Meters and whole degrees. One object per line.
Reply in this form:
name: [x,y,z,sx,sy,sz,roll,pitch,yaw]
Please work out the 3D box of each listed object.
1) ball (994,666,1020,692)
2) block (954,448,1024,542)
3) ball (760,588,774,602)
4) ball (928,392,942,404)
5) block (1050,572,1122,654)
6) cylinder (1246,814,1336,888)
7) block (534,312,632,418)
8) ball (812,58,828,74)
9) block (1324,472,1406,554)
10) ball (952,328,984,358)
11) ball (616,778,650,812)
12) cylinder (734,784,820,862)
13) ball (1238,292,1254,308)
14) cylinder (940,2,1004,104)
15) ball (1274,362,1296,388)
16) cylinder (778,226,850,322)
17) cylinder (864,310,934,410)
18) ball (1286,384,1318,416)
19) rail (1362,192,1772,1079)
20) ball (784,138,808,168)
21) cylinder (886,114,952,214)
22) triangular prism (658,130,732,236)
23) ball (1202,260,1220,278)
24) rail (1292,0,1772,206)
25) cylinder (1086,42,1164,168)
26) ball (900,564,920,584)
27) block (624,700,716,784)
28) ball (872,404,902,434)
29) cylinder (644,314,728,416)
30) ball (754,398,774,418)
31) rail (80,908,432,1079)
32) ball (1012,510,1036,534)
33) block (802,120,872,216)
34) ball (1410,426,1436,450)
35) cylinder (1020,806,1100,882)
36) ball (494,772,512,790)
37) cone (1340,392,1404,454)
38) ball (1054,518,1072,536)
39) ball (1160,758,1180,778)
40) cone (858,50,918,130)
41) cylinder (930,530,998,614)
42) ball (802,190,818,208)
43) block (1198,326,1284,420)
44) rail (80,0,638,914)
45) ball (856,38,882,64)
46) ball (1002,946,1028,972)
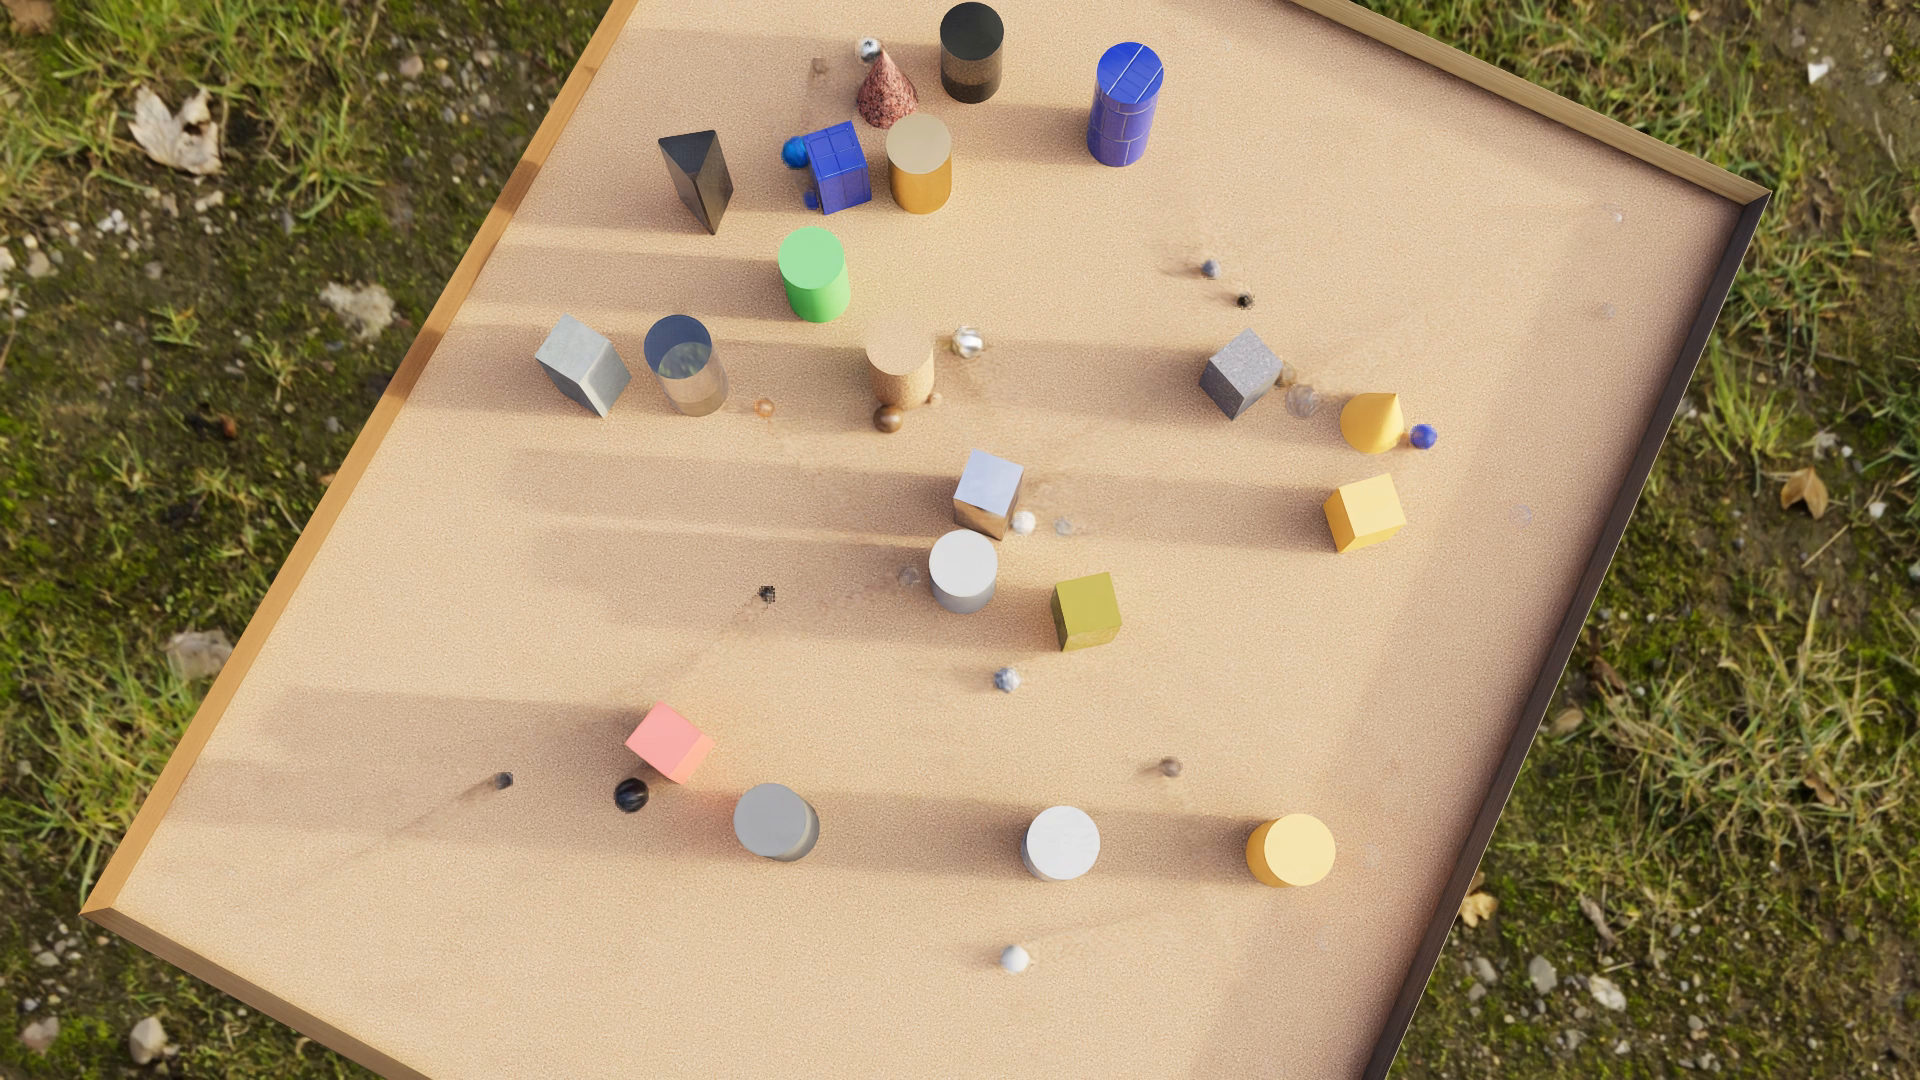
ball: [0.142,0.419,5.490,0.078,0.078,0.078,0,78,0]
block: [0.084,-0.131,5.463,0.158,0.354,0.158,21,79,4]
ball: [-0.587,0.165,5.561,0.041,0.041,0.041,0,78,0]
ball: [-0.078,-0.441,5.687,0.041,0.041,0.041,0,78,0]
block: [0.368,0.217,5.397,0.158,0.343,0.158,-12,79,-3]
cylinder: [0.944,0.894,5.257,0.198,0.341,0.198,0,78,0]
block: [-1.133,-0.522,5.532,0.158,0.377,0.158,31,80,6]
ball: [-0.450,-1.526,5.907,0.049,0.049,0.049,0,78,0]
block: [1.214,-0.078,5.509,0.158,0.243,0.158,-16,79,-3]
ball: [0.025,-0.612,5.693,0.098,0.098,0.098,0,78,0]
ball: [-0.967,0.753,5.410,0.099,0.099,0.099,0,78,0]
cylinder: [-0.515,0.806,5.201,0.198,0.487,0.198,0,78,0]
ball: [0.896,-0.755,5.749,0.047,0.047,0.047,0,78,0]
cylinder: [0.037,-1.533,5.779,0.198,0.303,0.198,0,78,0]
ball: [1.000,-0.512,5.680,0.084,0.084,0.084,0,78,0]
cylinder: [-0.444,-0.810,5.623,0.198,0.317,0.198,0,78,0]
cylinder: [-0.179,-0.537,5.532,0.198,0.383,0.198,0,78,0]
ball: [1.057,-0.430,5.655,0.099,0.099,0.099,0,78,0]
rail: [1.564,0.772,5.390,0.045,0.128,4.240,26,80,5]
ball: [-0.514,-1.230,5.822,0.096,0.096,0.096,0,78,0]
cylinder: [-0.125,-1.164,5.692,0.198,0.324,0.198,0,78,0]
triangular prism: [-0.781,-1.121,5.626,0.148,0.436,0.171,-40,81,-8]
ball: [0.792,-0.855,5.765,0.056,0.056,0.056,0,78,0]
rail: [0.938,-1.829,5.929,3.544,0.128,0.045,26,80,5]
cylinder: [0.504,-1.336,5.654,0.198,0.468,0.198,0,78,0]
ball: [-0.154,0.106,5.564,0.060,0.060,0.060,0,78,0]
block: [-0.841,0.593,5.345,0.158,0.291,0.158,37,81,7]
ball: [-0.222,-0.373,5.647,0.091,0.091,0.091,0,78,0]
cylinder: [-0.819,-0.520,5.517,0.198,0.406,0.198,0,78,0]
ball: [-0.604,-0.409,5.670,0.061,0.061,0.061,0,78,0]
rail: [-0.938,1.843,5.168,3.544,0.128,0.045,26,80,5]
ball: [0.195,-0.053,5.590,0.074,0.074,0.074,0,78,0]
block: [-0.382,-1.158,5.718,0.158,0.271,0.158,-19,79,-4]
ball: [1.427,-0.315,5.643,0.075,0.075,0.075,0,78,0]
cylinder: [0.279,0.867,5.192,0.198,0.481,0.198,0,78,0]
ball: [-1.358,0.717,5.443,0.050,0.050,0.050,0,78,0]
cone: [1.279,-0.396,5.529,0.198,0.332,0.198,0,78,0]
ball: [0.315,-0.039,5.597,0.054,0.054,0.054,0,78,0]
ball: [0.627,0.677,5.446,0.060,0.060,0.060,0,78,0]
cone: [-0.233,-1.452,5.735,0.198,0.357,0.198,0,78,0]
cylinder: [0.010,0.098,5.439,0.198,0.308,0.198,0,78,0]
ball: [-0.473,-1.082,5.815,0.051,0.051,0.051,0,78,0]
block: [0.854,-0.503,5.587,0.158,0.261,0.158,-39,81,-7]
rail: [-1.564,-0.759,5.707,0.045,0.128,4.240,26,80,5]
ball: [-0.293,-1.576,5.903,0.079,0.079,0.079,0,78,0]
ball: [0.160,1.218,5.325,0.077,0.077,0.077,0,78,0]
